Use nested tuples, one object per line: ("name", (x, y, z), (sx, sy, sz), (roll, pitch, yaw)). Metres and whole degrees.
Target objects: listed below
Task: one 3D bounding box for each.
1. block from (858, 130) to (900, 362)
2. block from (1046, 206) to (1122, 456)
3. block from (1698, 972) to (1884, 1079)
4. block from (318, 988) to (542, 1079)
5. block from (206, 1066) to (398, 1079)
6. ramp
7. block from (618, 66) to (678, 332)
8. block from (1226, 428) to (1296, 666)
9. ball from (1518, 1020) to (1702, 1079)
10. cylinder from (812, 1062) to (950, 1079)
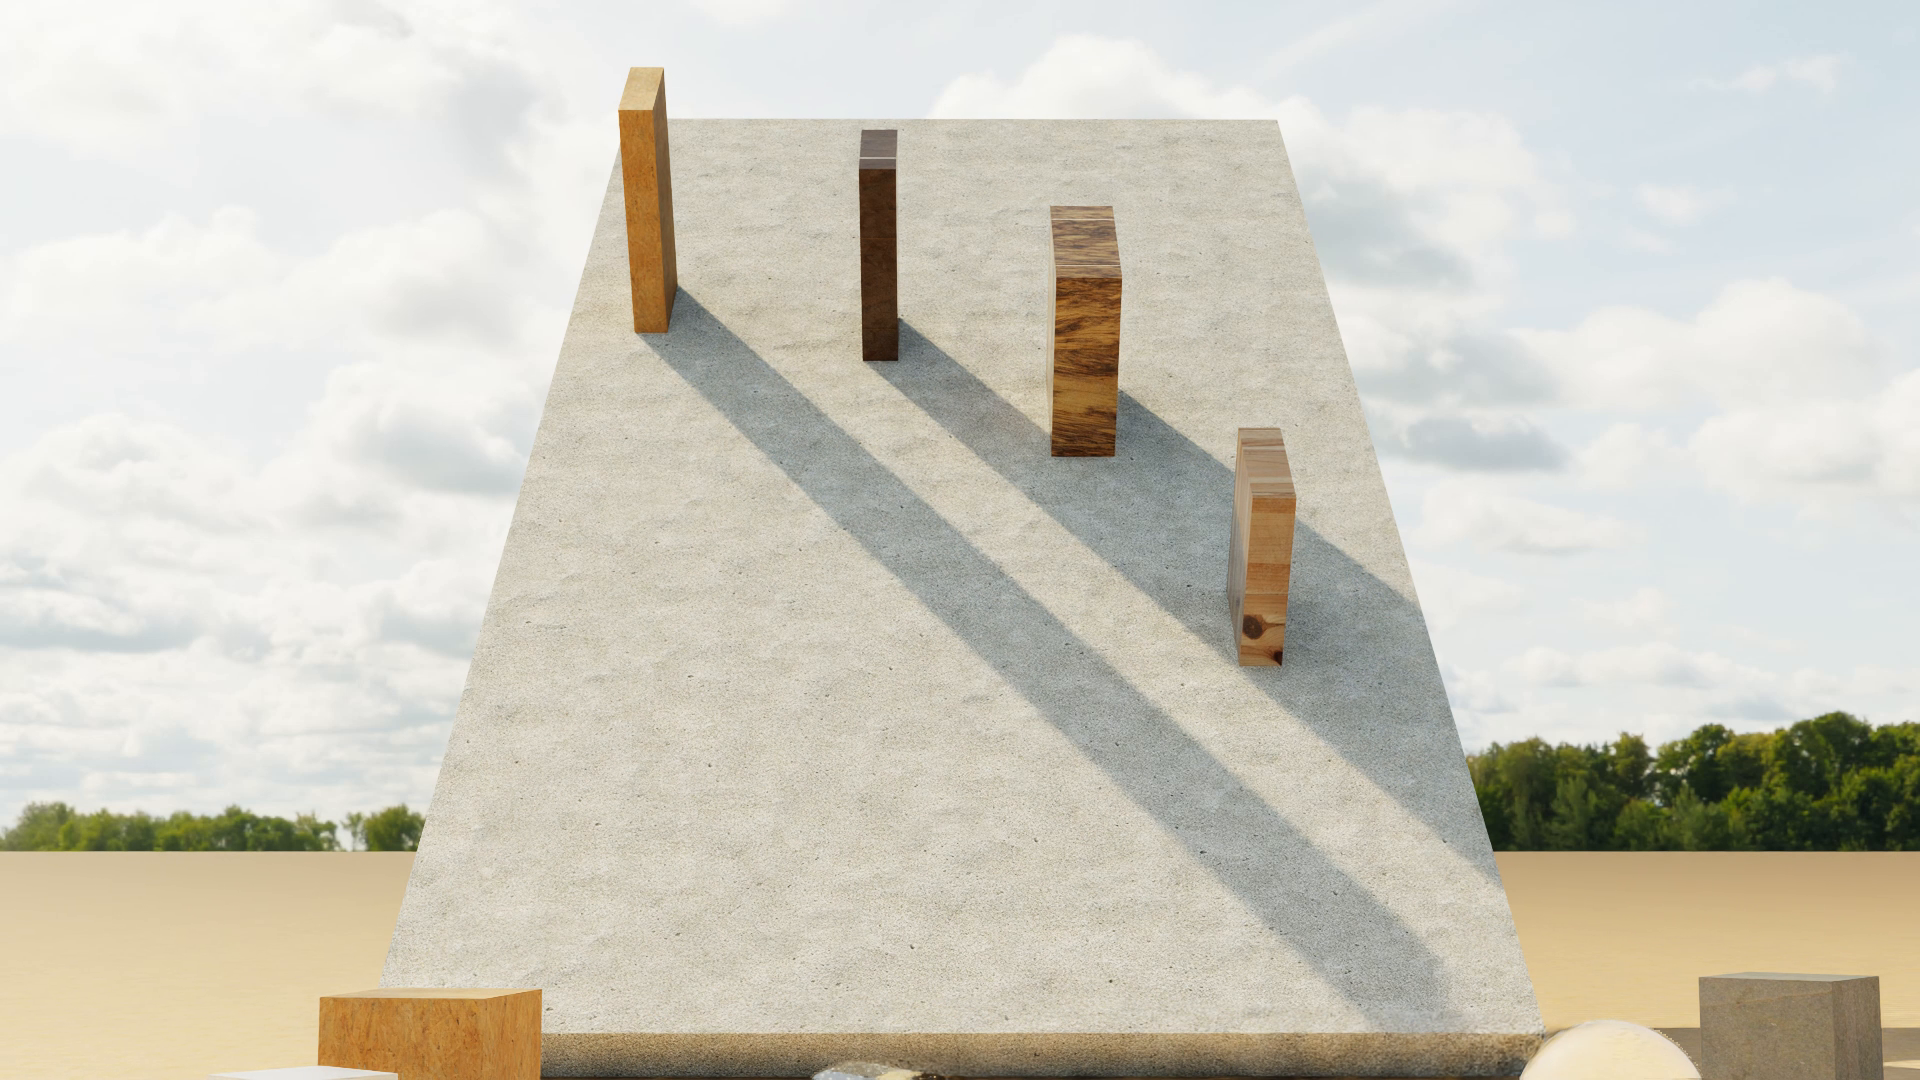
("block", (-0.201, -0.739, 6.152), (0.090, 0.523, 0.245), (0, 32, 0))
("block", (0.291, -0.498, 5.825), (0.150, 0.468, 0.390), (0, 32, 0))
("block", (1.239, 0.751, 3.646), (0.199, 0.199, 0.199), (-6, -9, 39))
("block", (-0.659, 0.671, 3.053), (0.210, 0.210, 0.210), (-1, -7, 10))
("block", (-0.717, 0.654, 2.661), (0.146, 0.146, 0.146), (-6, -9, 41))
("ramp", (-0.015, -0.188, 5.863), (2.000, 0.100, 4.000), (0, 32, 0))
("block", (-0.796, -0.869, 6.271), (0.085, 0.612, 0.284), (0, 32, 0))
("block", (0.621, 0.014, 5.071), (0.087, 0.406, 0.282), (0, 32, 0))
("ball", (0.696, 0.617, 2.613), (0.207, 0.207, 0.207), (0, -7, 0))
("cylinder", (-0.075, 0.629, 2.531), (0.164, 0.164, 0.164), (4, -8, -29))
